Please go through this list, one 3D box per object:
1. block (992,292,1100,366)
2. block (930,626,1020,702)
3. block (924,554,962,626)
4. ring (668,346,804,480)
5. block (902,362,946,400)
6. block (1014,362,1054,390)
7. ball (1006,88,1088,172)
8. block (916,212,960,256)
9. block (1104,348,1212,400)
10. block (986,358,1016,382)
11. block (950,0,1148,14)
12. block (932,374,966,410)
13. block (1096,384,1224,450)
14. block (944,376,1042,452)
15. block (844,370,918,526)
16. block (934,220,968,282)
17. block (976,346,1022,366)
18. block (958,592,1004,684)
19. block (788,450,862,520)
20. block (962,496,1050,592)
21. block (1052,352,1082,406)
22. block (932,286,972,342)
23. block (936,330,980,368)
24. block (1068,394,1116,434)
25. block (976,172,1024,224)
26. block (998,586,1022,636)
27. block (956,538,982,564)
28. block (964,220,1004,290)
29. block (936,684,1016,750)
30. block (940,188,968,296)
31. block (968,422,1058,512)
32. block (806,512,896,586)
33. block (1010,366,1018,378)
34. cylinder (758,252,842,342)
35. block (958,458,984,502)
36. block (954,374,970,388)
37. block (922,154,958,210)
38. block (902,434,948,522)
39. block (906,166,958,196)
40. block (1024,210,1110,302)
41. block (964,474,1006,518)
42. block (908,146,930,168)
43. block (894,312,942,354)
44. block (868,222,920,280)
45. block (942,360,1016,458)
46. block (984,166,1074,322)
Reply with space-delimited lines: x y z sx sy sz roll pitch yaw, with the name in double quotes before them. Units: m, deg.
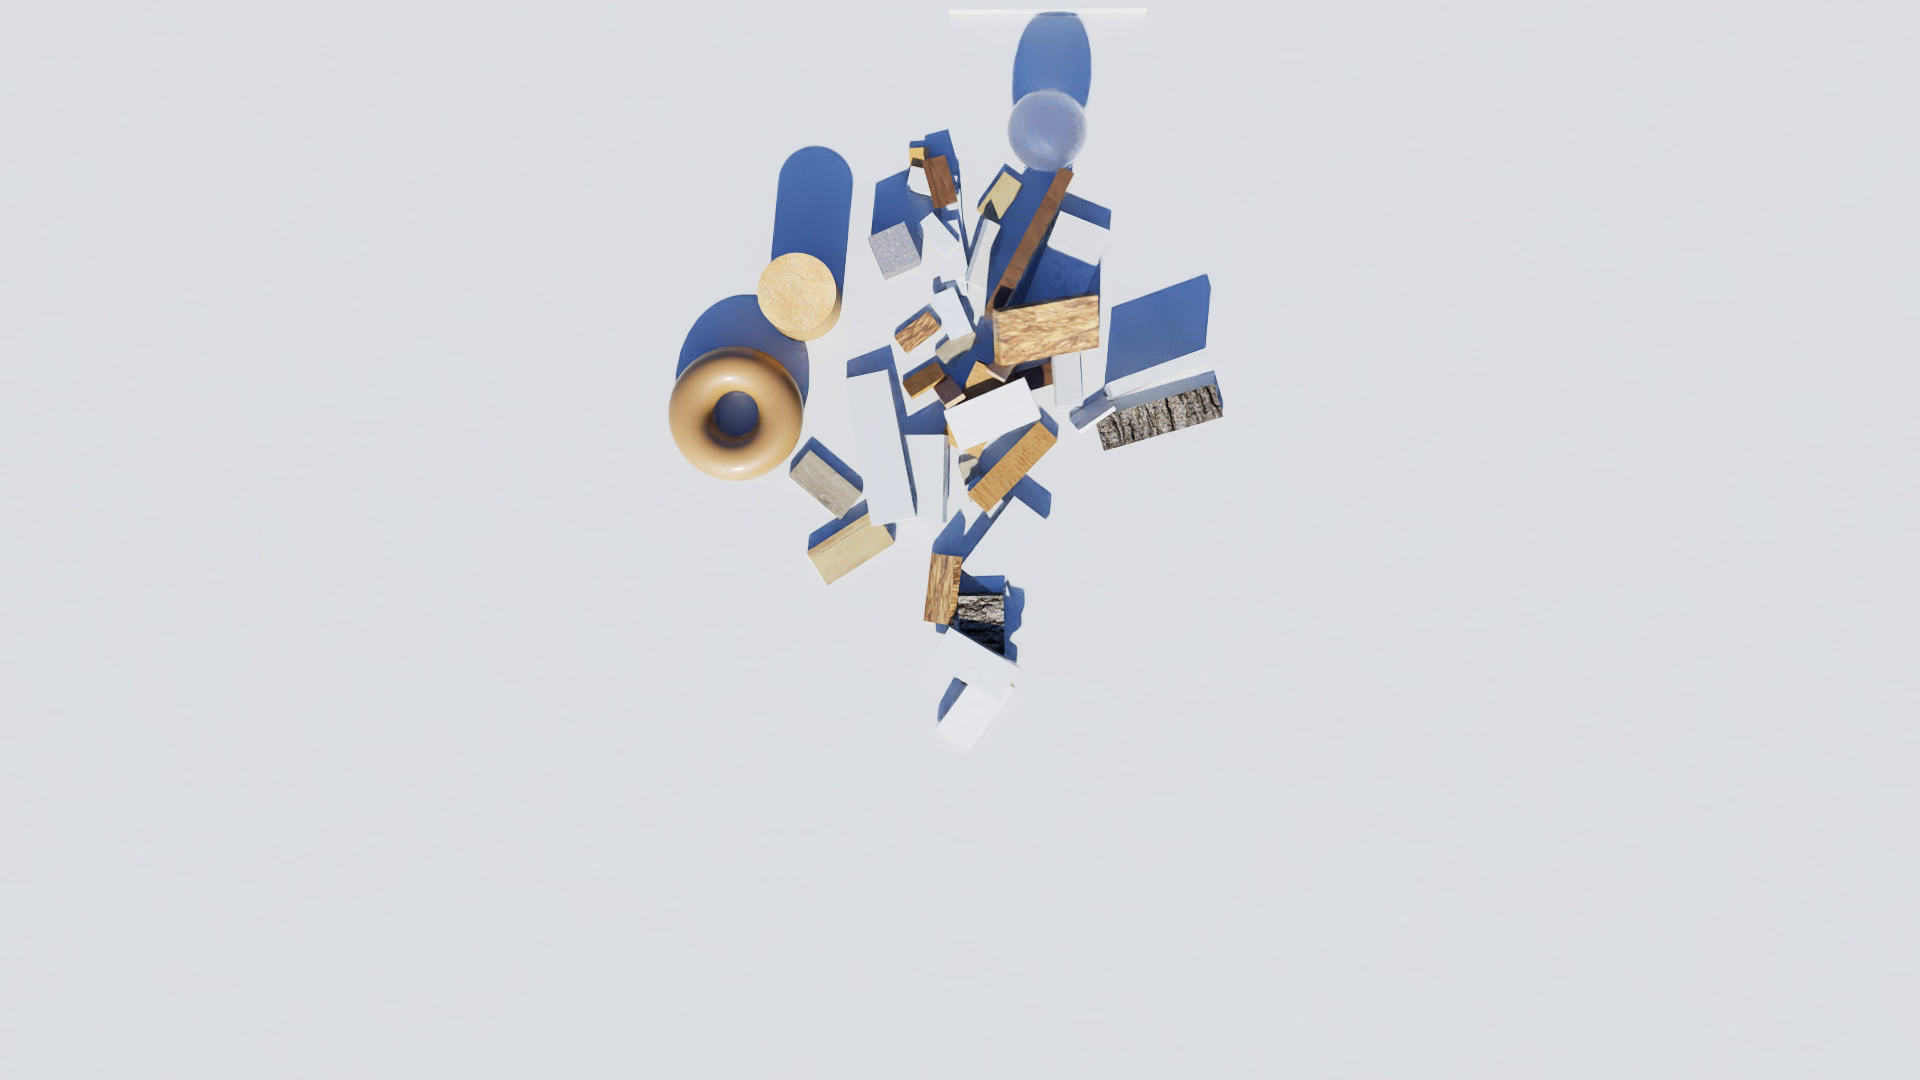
"block" 0.283 -0.691 5.380 0.357 0.051 0.179 -13 115 -21
"block" 0.051 0.406 5.393 0.264 0.037 0.132 30 99 10
"block" -0.057 0.163 5.449 0.113 0.032 0.226 7 90 44
"ring" -0.737 -0.416 5.427 0.447 0.149 0.447 0 90 1
"block" -0.119 -0.530 5.476 0.135 0.019 0.067 -32 64 0
"block" 0.259 -0.540 5.476 0.142 0.020 0.071 -18 91 -11
"ball" 0.284 -1.334 5.368 0.263 0.263 0.263 0 90 0
"block" -0.074 -1.008 5.444 0.068 0.019 0.136 -41 90 0
"block" 0.646 -0.543 5.416 0.337 0.168 0.048 -20 90 0
"block" 0.152 -0.588 5.406 0.071 0.020 0.142 33 66 3
"block" 0.292 -1.839 5.476 0.656 0.048 0.168 0 90 0
"block" -0.040 -0.492 5.440 0.071 0.142 0.020 -32 131 0
"block" 0.661 -0.407 5.484 0.410 0.032 0.113 -16 90 0
"block" 0.107 -0.414 5.406 0.288 0.041 0.144 -22 99 9
"block" -0.263 -0.303 5.450 0.148 0.042 0.496 -11 85 6
"block" -0.035 -0.957 5.467 0.095 0.027 0.190 -12 90 0
"block" 0.161 -0.617 5.460 0.190 0.027 0.095 -31 90 0
"block" 0.071 0.323 5.447 0.148 0.042 0.296 -1 103 0
"block" -0.447 -0.183 5.484 0.226 0.032 0.113 40 90 0
"block" 0.148 0.018 5.458 0.148 0.042 0.296 37 90 0
"block" 0.355 -0.535 5.473 0.091 0.026 0.182 -4 90 -19
"block" -0.026 -0.750 5.469 0.080 0.023 0.160 -23 90 0
"block" -0.007 -0.645 5.490 0.142 0.020 0.071 -41 90 0
"block" 0.438 -0.417 5.469 0.142 0.020 0.071 -35 48 0
"block" 0.134 -1.137 5.489 0.079 0.022 0.158 35 90 0
"block" 0.144 0.238 5.489 0.076 0.021 0.151 -19 90 0
"block" 0.074 0.035 5.489 0.151 0.021 0.076 -23 90 0
"block" 0.081 -0.946 5.463 0.023 0.080 0.215 18 90 44
"block" 0.051 0.552 5.454 0.132 0.037 0.264 35 100 -4
"block" -0.022 -0.989 5.490 0.068 0.019 0.353 -4 90 0
"block" 0.175 -0.241 5.460 0.091 0.026 0.338 45 84 -1
"block" -0.362 0.025 5.481 0.264 0.037 0.132 -33 90 0
"block" 0.139 -0.530 5.487 0.095 0.027 0.190 4 90 0
"cylinder" -0.520 -0.788 5.374 0.252 0.252 0.252 0 90 0
"block" 0.046 -0.199 5.490 0.068 0.019 0.135 -18 90 0
"block" 0.027 -0.530 5.494 0.090 0.013 0.045 -5 90 0
"block" -0.066 -1.182 5.447 0.080 0.023 0.160 -15 90 0
"block" -0.115 -0.202 5.455 0.144 0.041 0.288 1 90 21
"block" -0.093 -1.183 5.470 0.158 0.022 0.079 13 90 0
"block" 0.349 -0.889 5.475 0.179 0.051 0.357 22 90 0
"block" 0.084 -0.145 5.471 0.068 0.019 0.135 -40 90 0
"block" -0.132 -1.236 5.490 0.068 0.019 0.136 -4 90 0
"block" -0.141 -0.689 5.490 0.142 0.020 0.071 -37 90 0
"block" -0.215 -0.951 5.435 0.130 0.130 0.130 -24 90 0
"block" 0.060 -0.433 5.448 0.144 0.041 0.288 25 103 0
"block" 0.225 -0.963 5.411 0.051 0.179 0.524 28 90 0
